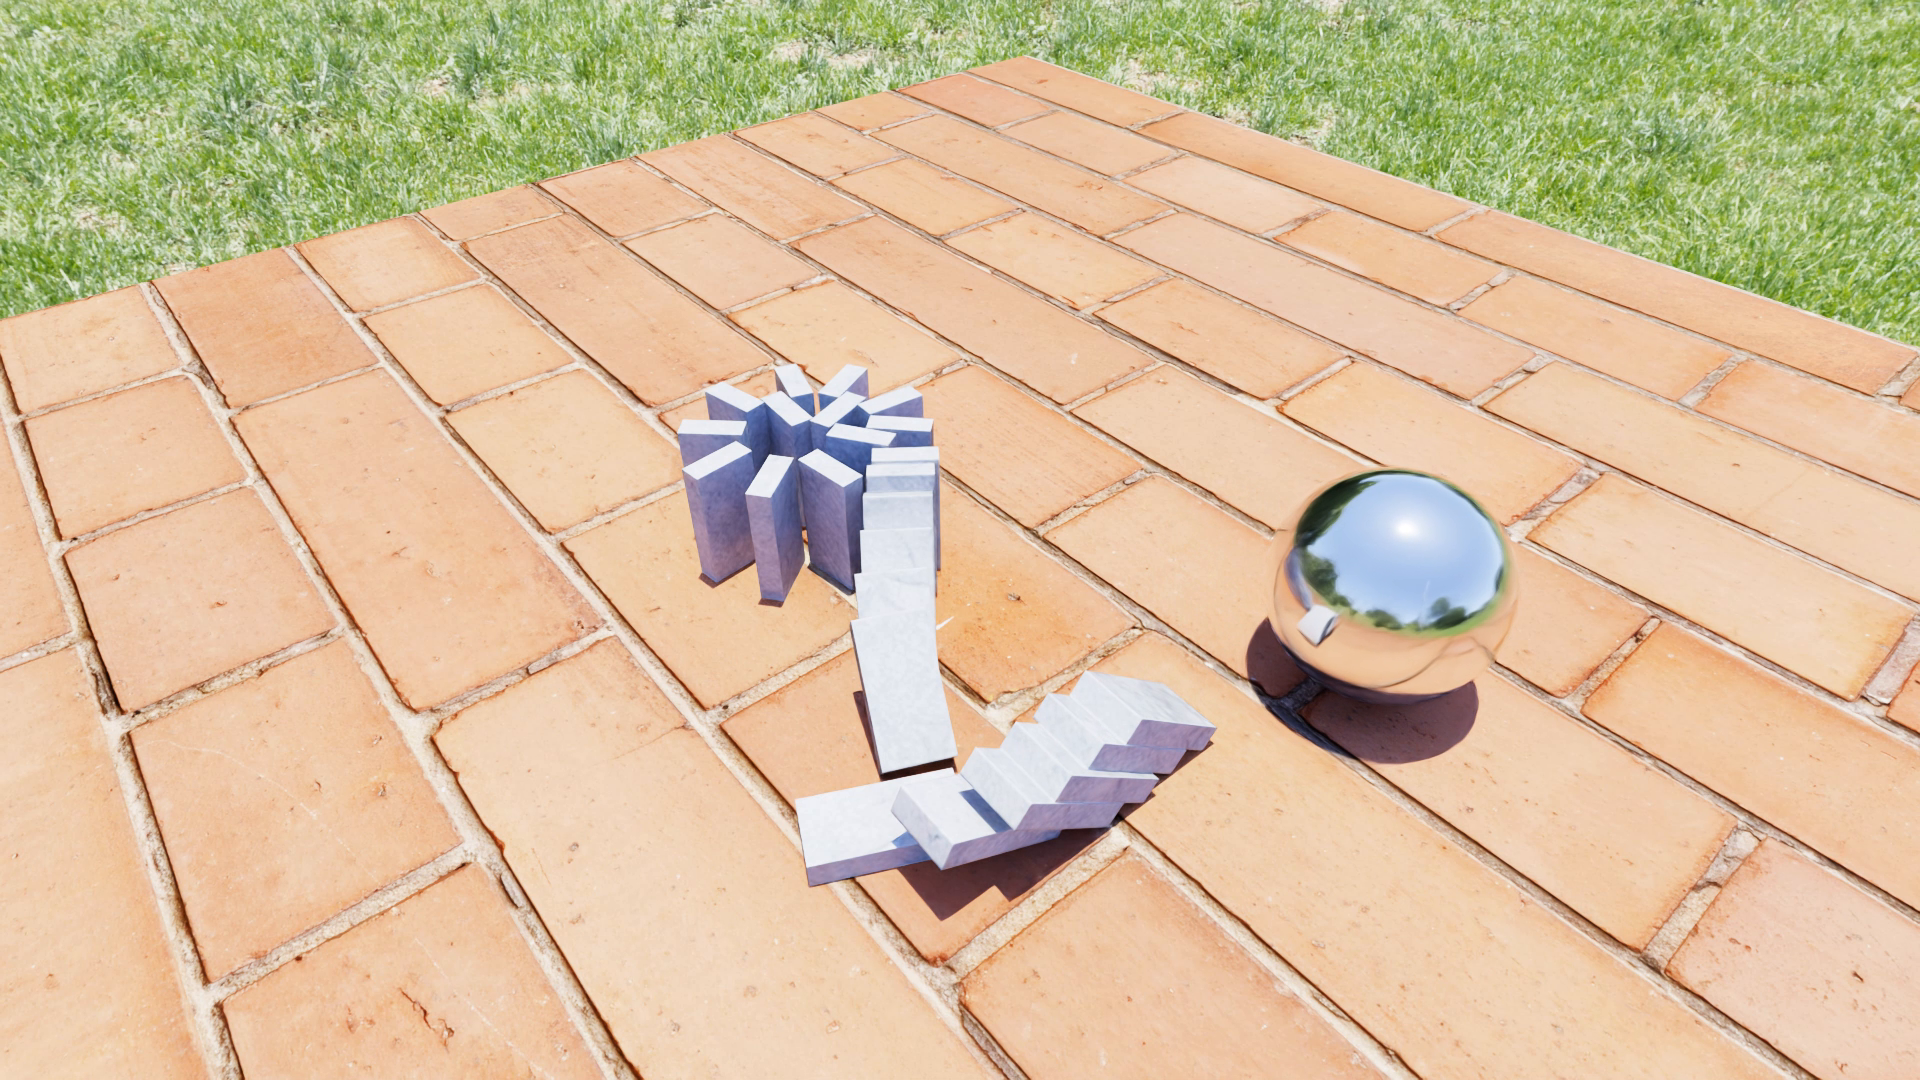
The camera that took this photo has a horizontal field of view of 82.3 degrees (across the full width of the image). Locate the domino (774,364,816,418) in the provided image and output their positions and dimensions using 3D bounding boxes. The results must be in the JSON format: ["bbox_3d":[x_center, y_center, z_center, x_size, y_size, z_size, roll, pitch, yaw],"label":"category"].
[{"bbox_3d":[-0.069,-0.047,0.468,0.009,0.050,0.025,-15,42,-18],"label":"domino"}]

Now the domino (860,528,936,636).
[{"bbox_3d":[-0.022,0.021,0.390,0.025,0.050,0.009,-2,-2,-3],"label":"domino"}]

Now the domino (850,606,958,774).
[{"bbox_3d":[-0.019,0.049,0.361,0.025,0.009,0.050,-10,77,-12],"label":"domino"}]

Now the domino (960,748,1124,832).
[{"bbox_3d":[0.025,0.075,0.329,0.050,0.009,0.025,16,19,-50],"label":"domino"}]

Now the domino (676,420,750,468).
[{"bbox_3d":[-0.096,-0.024,0.441,0.025,0.050,0.009,2,39,2],"label":"domino"}]

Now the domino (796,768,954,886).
[{"bbox_3d":[-0.023,0.087,0.337,0.050,0.010,0.025,-9,40,-11],"label":"domino"}]

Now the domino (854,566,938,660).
[{"bbox_3d":[-0.021,0.036,0.376,0.025,0.010,0.050,-6,80,-7],"label":"domino"}]

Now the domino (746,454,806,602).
[{"bbox_3d":[-0.069,-0.004,0.417,0.009,0.050,0.025,8,40,10],"label":"domino"}]

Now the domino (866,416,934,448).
[{"bbox_3d":[-0.023,-0.025,0.442,0.025,0.050,0.010,4,36,5],"label":"domino"}]

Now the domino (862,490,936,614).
[{"bbox_3d":[-0.022,0.008,0.403,0.025,0.050,0.009,-2,11,-2],"label":"domino"}]

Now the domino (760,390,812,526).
[{"bbox_3d":[-0.069,-0.033,0.452,0.010,0.050,0.025,-25,46,-28],"label":"domino"}]

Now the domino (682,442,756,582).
[{"bbox_3d":[-0.090,-0.010,0.424,0.010,0.050,0.025,31,48,32],"label":"domino"}]

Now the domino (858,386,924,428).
[{"bbox_3d":[-0.028,-0.037,0.456,0.025,0.050,0.010,-24,43,-27],"label":"domino"}]

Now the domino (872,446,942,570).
[{"bbox_3d":[-0.020,-0.011,0.425,0.025,0.050,0.009,-2,33,-2],"label":"domino"}]

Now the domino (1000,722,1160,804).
[{"bbox_3d":[0.037,0.069,0.337,0.050,0.009,0.025,16,18,-49],"label":"domino"}]

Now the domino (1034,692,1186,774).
[{"bbox_3d":[0.048,0.061,0.346,0.050,0.010,0.025,16,18,-49],"label":"domino"}]

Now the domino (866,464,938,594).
[{"bbox_3d":[-0.022,-0.004,0.415,0.025,0.050,0.010,-2,27,-2],"label":"domino"}]

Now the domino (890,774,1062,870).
[{"bbox_3d":[0.007,0.081,0.327,0.050,0.010,0.025,1,30,-45],"label":"domino"}]

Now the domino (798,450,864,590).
[{"bbox_3d":[-0.048,-0.007,0.420,0.025,0.050,0.009,31,48,32],"label":"domino"}]

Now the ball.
[{"bbox_3d":[0.143,0.015,0.369,0.080,0.080,0.080,0,39,0],"label":"ball"}]

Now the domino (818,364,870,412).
[{"bbox_3d":[-0.048,-0.046,0.468,0.009,0.050,0.025,15,42,18],"label":"domino"}]

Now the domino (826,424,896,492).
[{"bbox_3d":[-0.038,-0.020,0.436,0.025,0.050,0.009,11,37,14],"label":"domino"}]

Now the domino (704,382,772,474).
[{"bbox_3d":[-0.091,-0.038,0.458,0.025,0.050,0.009,27,46,29],"label":"domino"}]

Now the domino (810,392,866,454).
[{"bbox_3d":[-0.048,-0.033,0.451,0.010,0.050,0.025,20,43,23],"label":"domino"}]

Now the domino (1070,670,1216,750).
[{"bbox_3d":[0.060,0.055,0.353,0.050,0.010,0.025,16,18,-49],"label":"domino"}]
